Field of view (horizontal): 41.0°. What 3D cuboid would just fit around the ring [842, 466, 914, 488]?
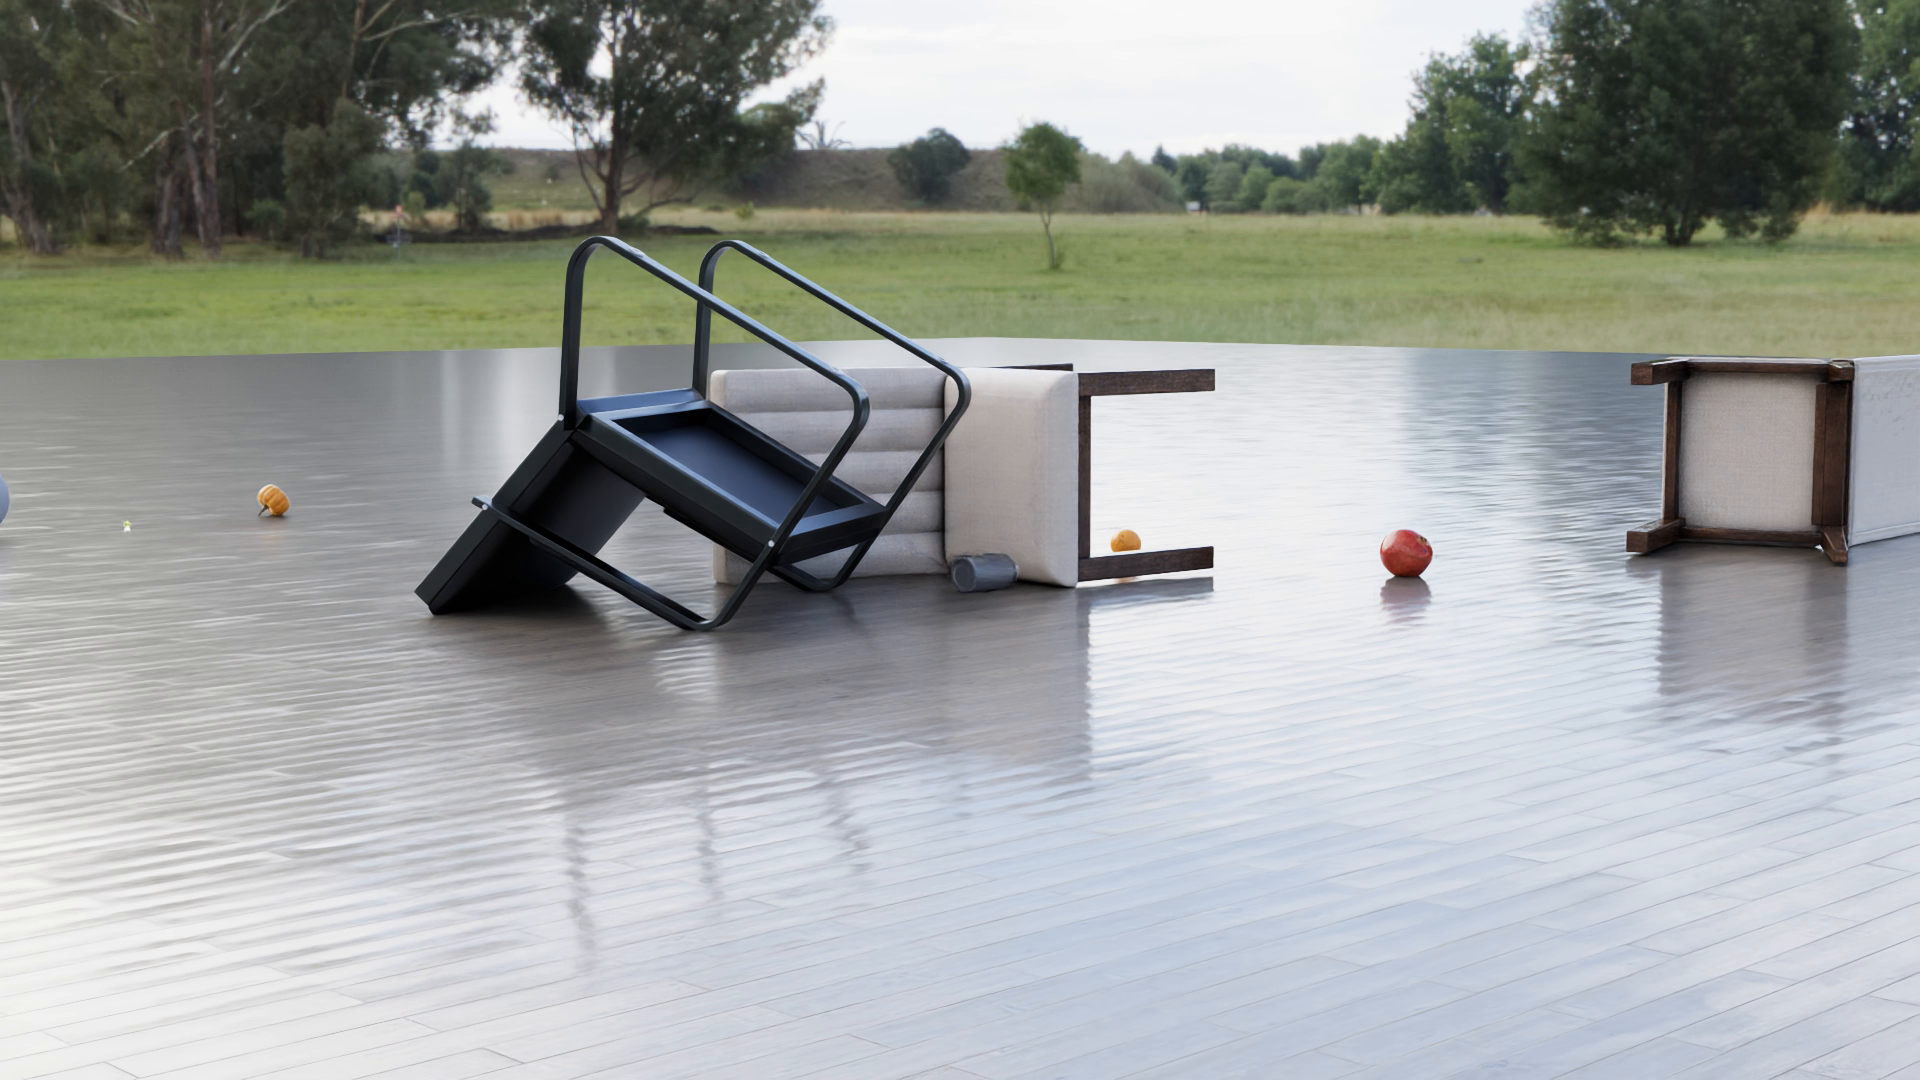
[{"bbox_3d":[-0.208,-0.199,8.086,0.412,0.053,0.193,5,9,40],"label":"ring"}]

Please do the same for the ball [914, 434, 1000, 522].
[{"bbox_3d":[-0.008,-0.164,6.866,0.234,0.234,0.234,0,6,0],"label":"ball"}]

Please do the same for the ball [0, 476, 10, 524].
[{"bbox_3d":[-2.501,-0.103,6.480,0.191,0.191,0.191,0,6,0],"label":"ball"}]
